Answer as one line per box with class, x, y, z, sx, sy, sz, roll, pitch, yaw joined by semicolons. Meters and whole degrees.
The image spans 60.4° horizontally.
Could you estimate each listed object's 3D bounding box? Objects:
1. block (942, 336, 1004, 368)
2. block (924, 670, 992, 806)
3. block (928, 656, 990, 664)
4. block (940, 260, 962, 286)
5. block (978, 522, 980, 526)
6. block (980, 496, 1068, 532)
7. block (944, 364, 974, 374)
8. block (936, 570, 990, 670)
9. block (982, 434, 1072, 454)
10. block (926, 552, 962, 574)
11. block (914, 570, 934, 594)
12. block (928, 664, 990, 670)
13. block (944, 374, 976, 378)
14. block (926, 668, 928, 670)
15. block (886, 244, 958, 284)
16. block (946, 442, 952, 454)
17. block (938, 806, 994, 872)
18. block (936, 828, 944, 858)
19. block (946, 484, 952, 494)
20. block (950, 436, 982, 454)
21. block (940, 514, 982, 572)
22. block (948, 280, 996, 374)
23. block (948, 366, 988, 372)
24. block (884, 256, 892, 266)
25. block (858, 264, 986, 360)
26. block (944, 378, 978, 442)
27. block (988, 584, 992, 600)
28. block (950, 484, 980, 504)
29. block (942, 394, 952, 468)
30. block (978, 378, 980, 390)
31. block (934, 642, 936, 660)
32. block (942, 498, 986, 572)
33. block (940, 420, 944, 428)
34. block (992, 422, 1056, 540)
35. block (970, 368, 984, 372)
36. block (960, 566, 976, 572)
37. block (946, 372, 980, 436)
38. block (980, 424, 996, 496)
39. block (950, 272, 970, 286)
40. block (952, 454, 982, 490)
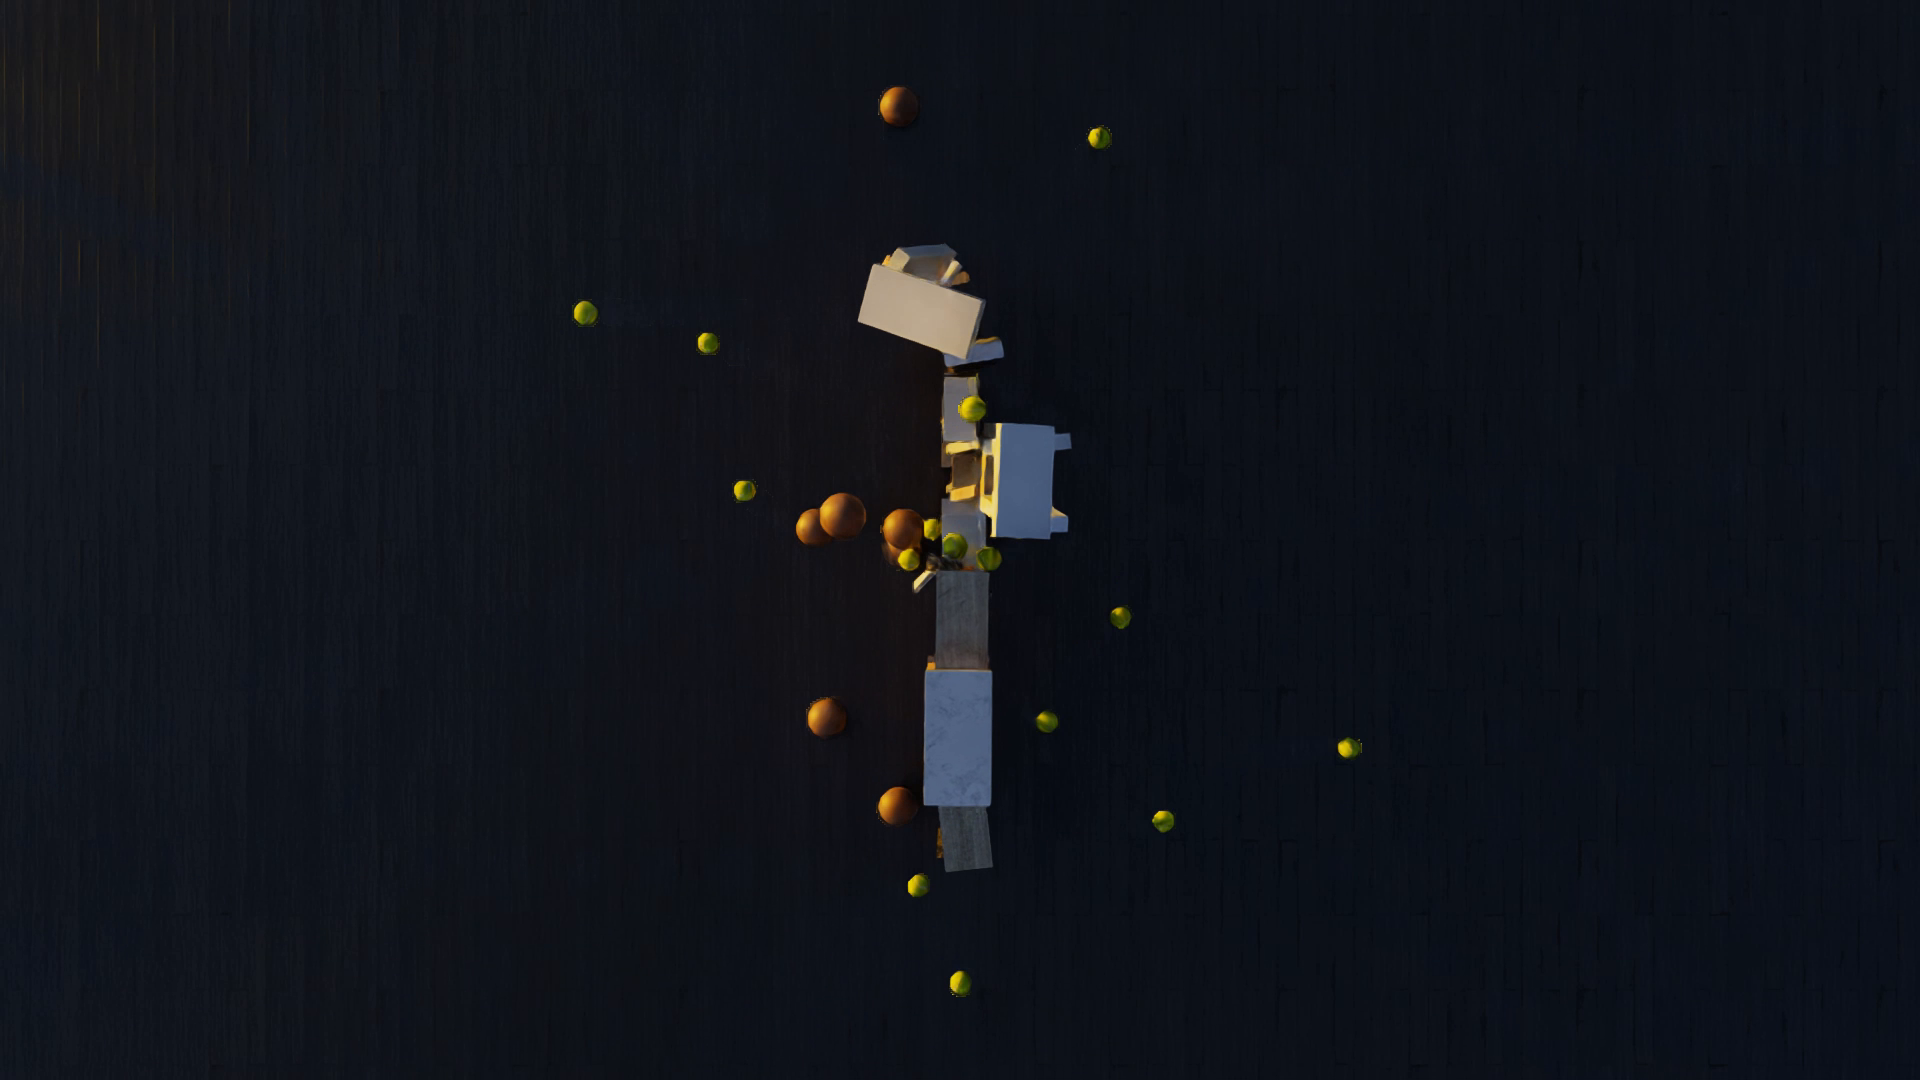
block;0.034;-0.534;4.674;0.163;0.327;0.046;-10;99;0
block;-0.005;0.511;4.264;0.173;0.049;0.347;0;89;0
block;-0.004;0.504;4.663;0.175;0.049;0.349;0;89;0
block;-0.087;-0.848;5.461;0.100;0.028;0.200;34;90;34
block;0.004;-0.031;4.842;0.107;0.214;0.030;1;95;0
block;0.174;-0.074;4.550;0.150;0.301;0.043;-1;103;-17
block;-0.004;-0.551;5.249;0.095;0.190;0.027;-4;91;0
block;0.005;0.222;4.407;0.139;0.039;0.277;1;90;-1
block;0.180;-0.265;4.550;0.150;0.301;0.043;-6;95;-18
block;-0.046;0.074;4.597;0.104;0.015;0.052;19;126;22
block;-0.096;0.102;4.714;0.015;0.052;0.104;33;119;-15
block;-0.004;0.384;4.466;0.173;0.347;0.049;0;94;0
block;0.002;-0.392;4.803;0.090;0.026;0.181;-2;89;0
block;-0.007;0.430;4.866;0.175;0.349;0.049;1;77;0
block;-0.131;-0.753;4.676;0.046;0.327;0.163;39;113;12
block;0.008;-0.286;5.146;0.089;0.177;0.025;-1;89;-5
block;0.013;0.883;5.180;0.149;0.042;0.299;-6;90;0
block;0.002;0.982;5.351;0.149;0.299;0.042;0;90;0
block;0.010;-0.162;5.208;0.089;0.296;0.025;2;90;-4
block;0.070;-0.280;4.875;0.114;0.314;0.032;0;89;-16
block;0.005;0.036;4.719;0.107;0.030;0.214;-3;91;0
block;0.013;-0.625;4.858;0.126;0.036;0.251;-14;90;0
block;0.023;-0.545;5.001;0.126;0.251;0.036;-10;90;0
block;-0.238;-0.828;5.456;0.100;0.028;0.200;23;90;-41
block;-0.104;-0.623;4.489;0.327;0.046;0.163;21;108;15
block;0.003;-0.363;4.597;0.088;0.025;0.176;0;90;4
block;0.013;0.150;4.566;0.139;0.277;0.039;-6;89;-1
block;0.060;-0.131;4.825;0.114;0.229;0.032;6;85;-18
block;-0.002;-0.347;5.255;0.114;0.032;0.229;0;90;0
block;0.009;-0.489;5.186;0.105;0.315;0.030;0;94;0
block;-0.001;0.310;4.675;0.139;0.495;0.039;0;88;0
block;0.011;0.006;4.969;0.132;0.037;0.264;0;90;-1
block;-0.004;-0.331;4.698;0.088;0.176;0.025;-30;107;4
block;0.167;-0.155;4.366;0.150;0.043;0.301;3;90;-17
block;0.015;-0.621;5.140;0.095;0.027;0.190;-9;90;0
block;0.017;0.090;4.653;0.052;0.104;0.015;-2;100;0
block;0.005;-0.403;5.012;0.105;0.030;0.210;-2;89;0
block;0.121;-0.214;4.707;0.114;0.032;0.229;3;89;-18
block;-0.018;-0.779;5.430;0.100;0.028;0.200;-13;66;25
block;0.021;-0.226;5.045;0.089;0.025;0.177;0;89;-5
